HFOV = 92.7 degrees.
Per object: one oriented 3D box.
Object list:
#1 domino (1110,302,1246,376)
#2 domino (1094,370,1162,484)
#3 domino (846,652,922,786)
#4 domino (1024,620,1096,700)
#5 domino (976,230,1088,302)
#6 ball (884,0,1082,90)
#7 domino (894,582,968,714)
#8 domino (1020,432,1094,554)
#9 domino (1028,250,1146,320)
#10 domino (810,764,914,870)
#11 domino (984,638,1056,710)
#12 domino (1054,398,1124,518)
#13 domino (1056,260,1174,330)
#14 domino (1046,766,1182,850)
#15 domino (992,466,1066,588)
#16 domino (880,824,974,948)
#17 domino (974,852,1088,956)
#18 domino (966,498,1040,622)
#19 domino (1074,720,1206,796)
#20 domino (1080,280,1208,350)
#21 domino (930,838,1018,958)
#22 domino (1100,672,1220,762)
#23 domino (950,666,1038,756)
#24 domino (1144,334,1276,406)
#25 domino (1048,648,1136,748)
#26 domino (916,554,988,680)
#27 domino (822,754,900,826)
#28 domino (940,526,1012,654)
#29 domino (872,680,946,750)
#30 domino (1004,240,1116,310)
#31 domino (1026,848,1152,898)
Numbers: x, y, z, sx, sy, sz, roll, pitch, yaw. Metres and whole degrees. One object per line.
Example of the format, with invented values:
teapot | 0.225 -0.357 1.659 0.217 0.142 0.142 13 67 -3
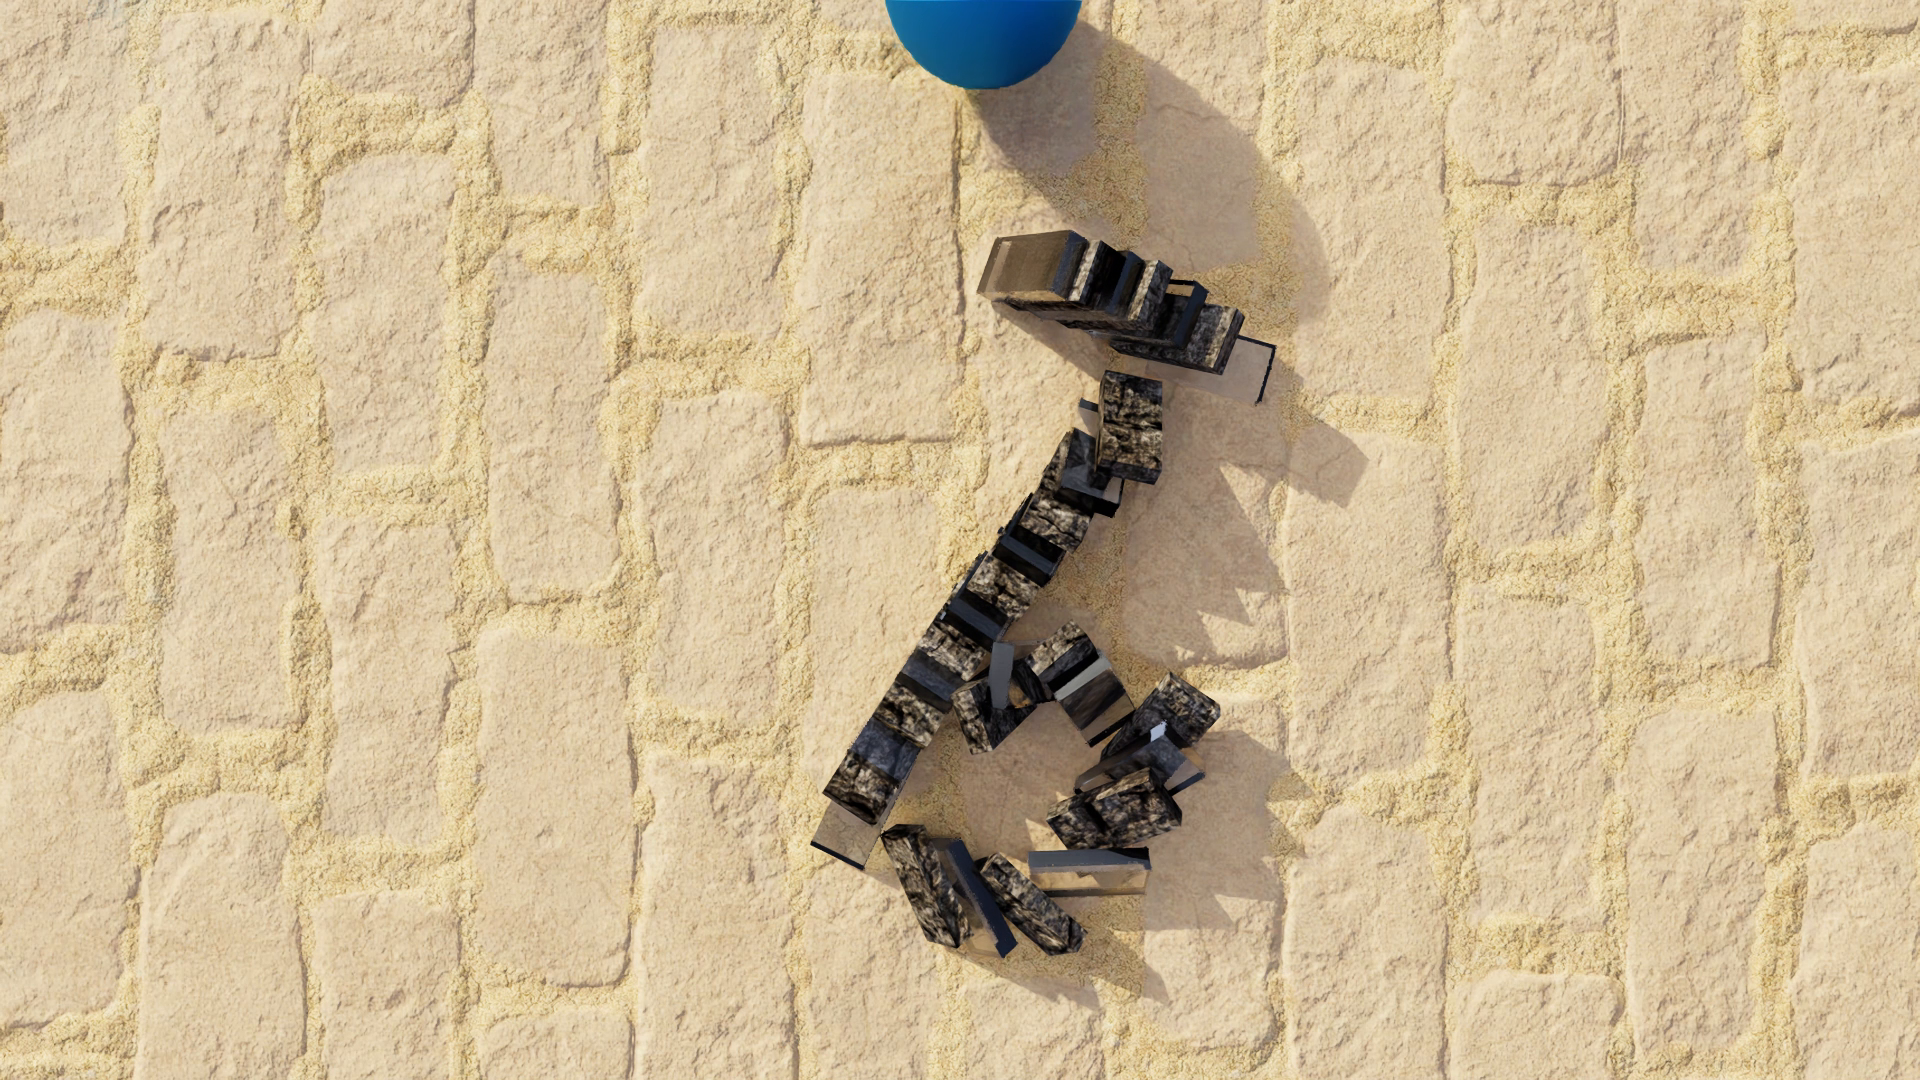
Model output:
domino | 0.089 -0.086 0.380 0.050 0.010 0.025 23 93 39
domino | 0.070 -0.047 0.381 0.025 0.009 0.050 11 55 -3
domino | -0.023 0.074 0.383 0.025 0.009 0.050 33 60 0
domino | 0.047 0.054 0.377 0.025 0.050 0.009 -40 51 -2
domino | 0.029 -0.112 0.377 0.010 0.050 0.025 20 90 -36
ball | 0.009 -0.221 0.360 0.080 0.080 0.080 0 90 0
domino | -0.004 0.044 0.381 0.025 0.010 0.050 33 53 0
domino | 0.046 -0.020 0.381 0.025 0.009 0.050 29 54 0
domino | 0.051 -0.104 0.377 0.009 0.050 0.025 20 90 -36
domino | -0.042 0.113 0.395 0.025 0.010 0.050 26 90 0
domino | 0.028 0.054 0.376 0.010 0.050 0.025 8 90 30
domino | 0.057 -0.035 0.381 0.025 0.010 0.050 18 54 -1
domino | 0.062 -0.100 0.377 0.010 0.050 0.025 20 90 -36
domino | 0.064 0.115 0.382 0.050 0.009 0.025 -30 102 26
domino | 0.035 -0.006 0.381 0.025 0.010 0.050 33 53 0
domino | -0.014 0.145 0.387 0.010 0.025 0.050 -24 90 -35
domino | 0.027 0.154 0.387 0.050 0.025 0.010 42 55 0
domino | 0.026 0.007 0.381 0.025 0.010 0.050 34 53 1
domino | 0.075 0.099 0.383 0.025 0.009 0.050 46 117 -6
domino | 0.075 -0.094 0.378 0.010 0.050 0.025 19 92 -42
domino | 0.002 0.151 0.387 0.010 0.025 0.050 -28 90 -35
domino | 0.084 0.082 0.386 0.025 0.009 0.050 34 114 0
domino | 0.015 0.066 0.375 0.010 0.050 0.025 -20 91 27
domino | 0.108 -0.078 0.395 0.050 0.010 0.025 16 90 0
domino | 0.056 0.066 0.378 0.025 0.050 0.010 -34 50 0
domino | 0.005 0.031 0.381 0.025 0.010 0.050 35 53 1
domino | -0.033 0.091 0.384 0.025 0.010 0.050 33 61 0
domino | 0.015 0.020 0.380 0.025 0.009 0.050 34 53 1
domino | -0.013 0.059 0.383 0.025 0.009 0.050 33 58 0
domino | 0.040 -0.108 0.377 0.010 0.050 0.025 20 90 -36
domino | 0.054 0.141 0.388 0.050 0.025 0.009 -2 46 0
